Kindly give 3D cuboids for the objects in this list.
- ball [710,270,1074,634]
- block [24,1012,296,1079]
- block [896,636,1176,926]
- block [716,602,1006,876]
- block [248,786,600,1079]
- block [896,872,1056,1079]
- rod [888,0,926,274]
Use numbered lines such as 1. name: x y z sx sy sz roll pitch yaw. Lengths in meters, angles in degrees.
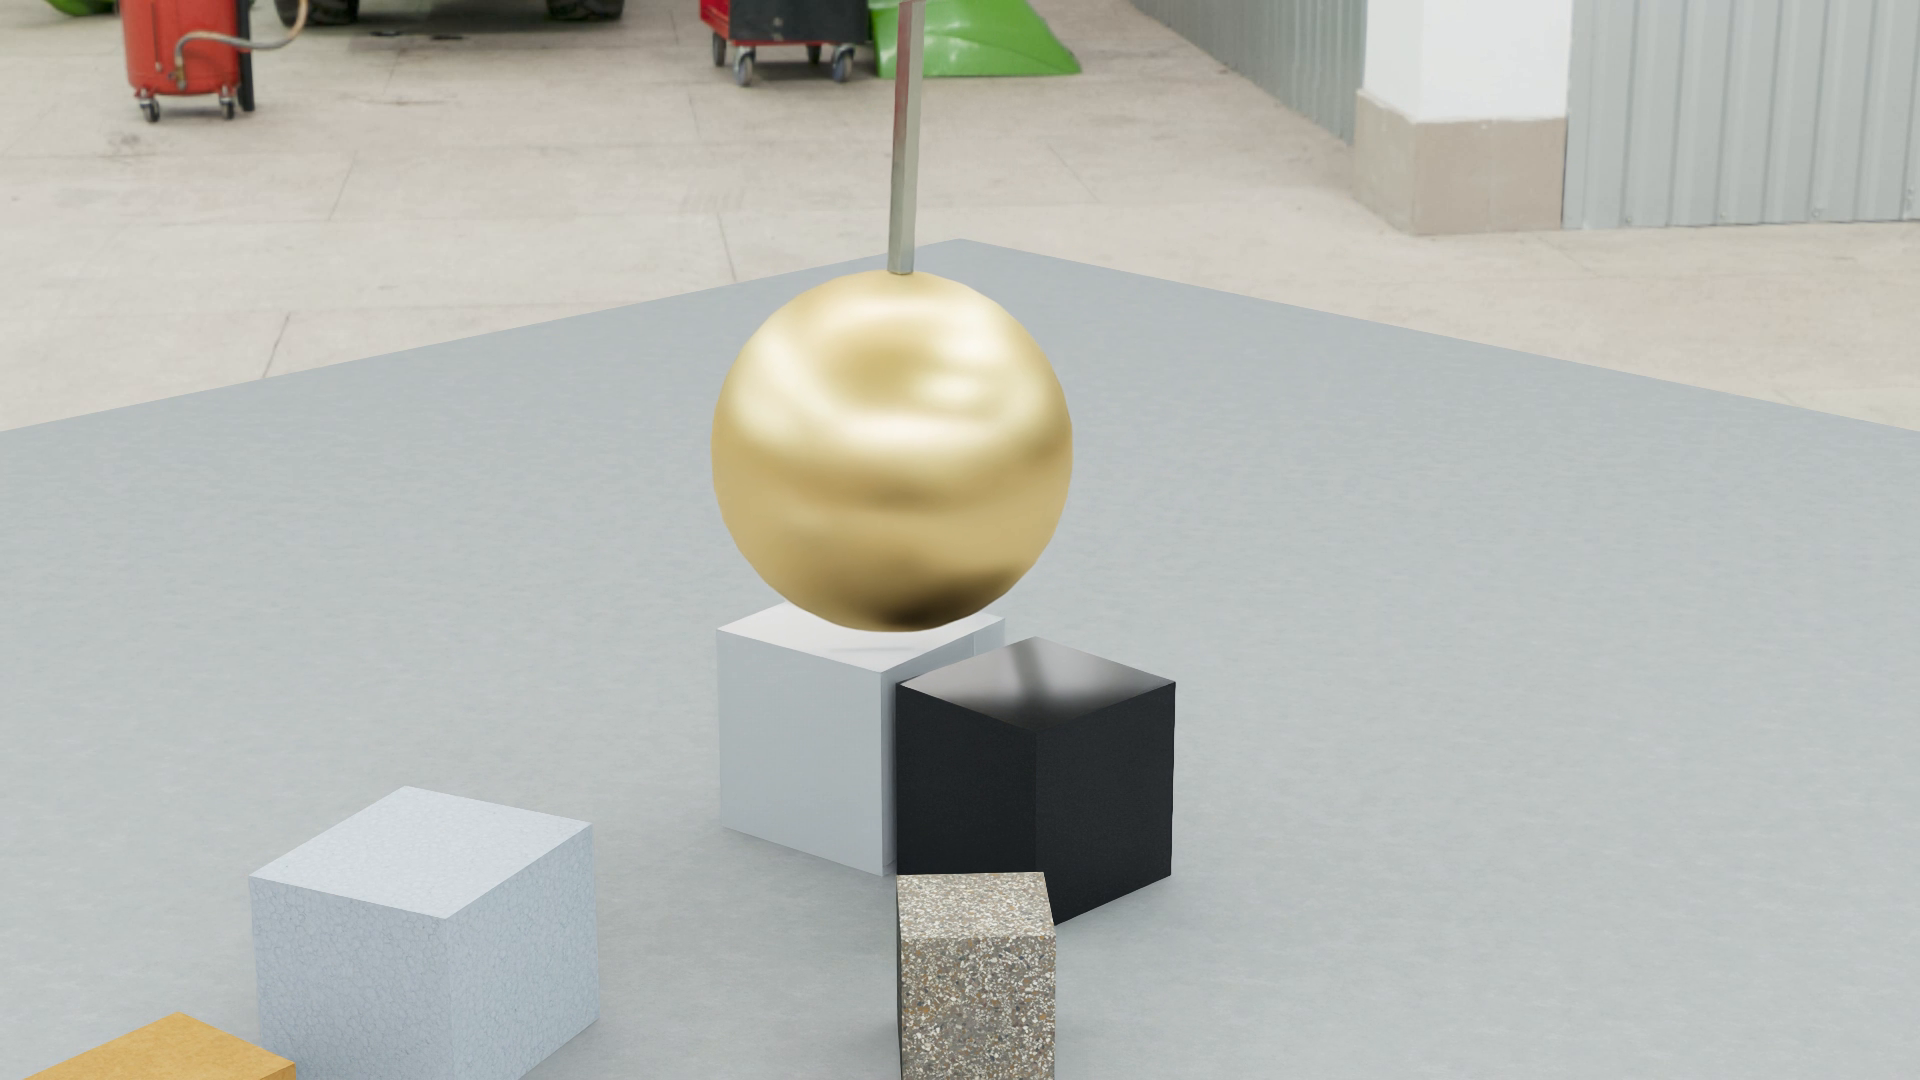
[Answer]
1. ball: -0.299 -0.387 12.907 1.600 1.600 1.600 0 17 0
2. block: -2.805 2.179 10.281 0.646 0.678 0.724 13 22 36
3. block: 0.341 1.090 13.302 0.905 0.945 0.873 -17 24 -42
4. block: -0.463 0.867 13.928 0.984 0.995 0.942 13 22 35
5. block: -2.117 1.631 11.714 0.920 0.863 1.014 8 19 24
6. block: 0.056 1.752 11.679 0.597 0.653 0.603 -1 17 -3
7. rod: -0.130 -3.674 12.051 0.080 5.200 0.080 17 20 42
